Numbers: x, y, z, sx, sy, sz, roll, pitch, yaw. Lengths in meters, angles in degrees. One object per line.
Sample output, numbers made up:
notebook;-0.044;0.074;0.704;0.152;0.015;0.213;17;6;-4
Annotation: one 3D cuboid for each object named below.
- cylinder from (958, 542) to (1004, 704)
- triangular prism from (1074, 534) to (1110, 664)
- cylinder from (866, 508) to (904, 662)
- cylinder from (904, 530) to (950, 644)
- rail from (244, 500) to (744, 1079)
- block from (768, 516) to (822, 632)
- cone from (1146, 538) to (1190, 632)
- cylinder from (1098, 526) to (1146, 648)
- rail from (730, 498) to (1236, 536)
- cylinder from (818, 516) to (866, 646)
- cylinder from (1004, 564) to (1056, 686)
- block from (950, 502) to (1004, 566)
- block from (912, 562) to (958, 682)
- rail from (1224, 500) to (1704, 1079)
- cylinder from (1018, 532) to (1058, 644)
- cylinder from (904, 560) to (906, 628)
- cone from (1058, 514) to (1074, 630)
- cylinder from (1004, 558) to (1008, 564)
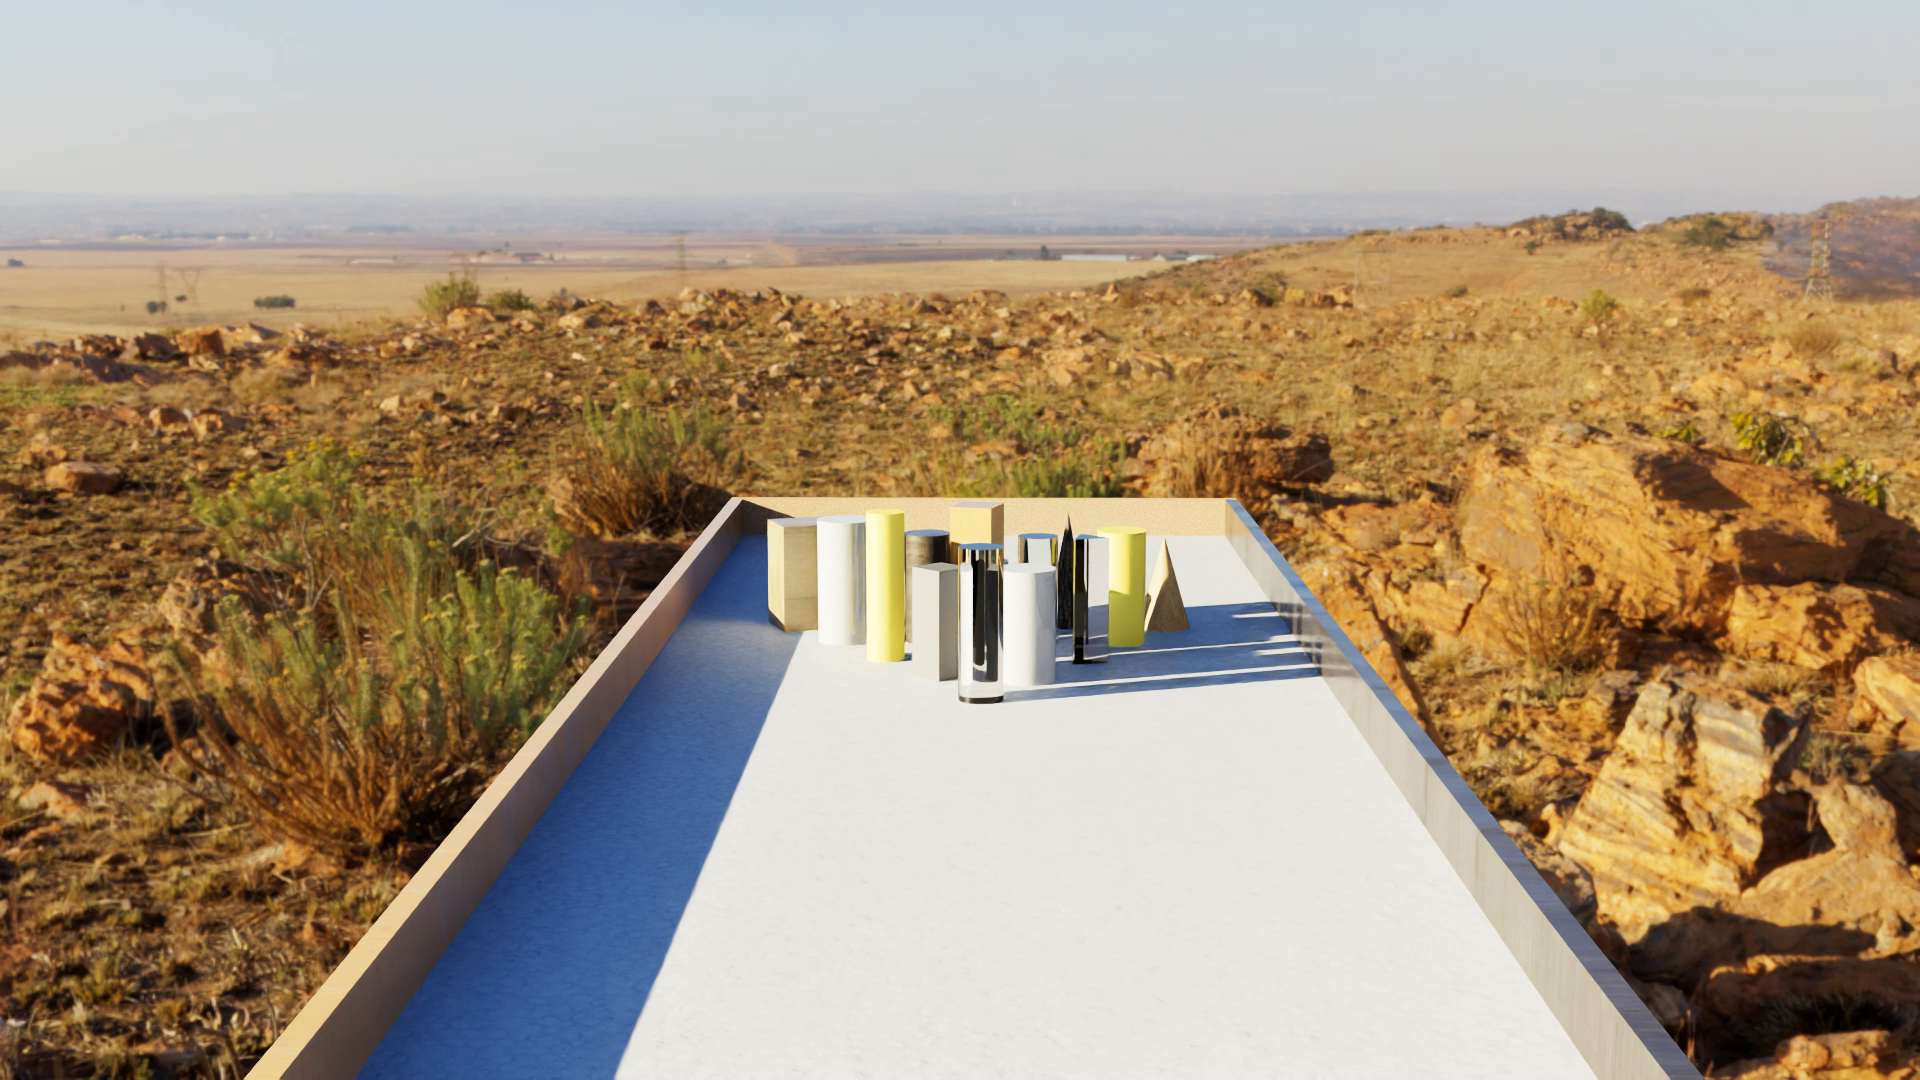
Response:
cylinder;0.059;0.233;6.151;0.129;0.435;0.129;0;9;0
triangular prism;0.383;0.177;6.671;0.112;0.382;0.097;-3;9;-16
cylinder;-0.226;0.138;6.689;0.116;0.453;0.116;0;9;0
cylinder;-0.102;0.148;6.968;0.145;0.346;0.145;0;9;0
rail;-1.004;0.839;3.234;0.050;0.150;12.000;0;9;1
block;-0.517;0.110;7.213;0.180;0.345;0.180;-3;10;-21
cone;0.667;0.134;7.192;0.174;0.304;0.174;0;9;0
cylinder;0.509;0.146;6.939;0.153;0.359;0.153;0;9;0
rail;0.099;-0.098;9.147;2.100;0.150;0.050;0;9;1
cylinder;-0.362;0.126;6.969;0.178;0.389;0.178;0;9;0
cylinder;0.195;0.245;6.403;0.169;0.331;0.169;0;9;0
block;0.056;0.086;7.171;0.139;0.405;0.139;3;9;18
block;-0.058;0.239;6.457;0.115;0.326;0.115;-8;12;-42
rail;1.046;0.843;3.208;0.050;0.150;12.000;0;9;1
cylinder;0.246;0.156;6.934;0.127;0.341;0.127;0;9;0
cylinder;-0.206;0.130;7.230;0.116;0.301;0.116;0;9;0
cone;0.354;0.092;7.211;0.142;0.381;0.142;0;9;0
cylinder;0.078;0.212;6.707;0.139;0.303;0.139;0;9;0
